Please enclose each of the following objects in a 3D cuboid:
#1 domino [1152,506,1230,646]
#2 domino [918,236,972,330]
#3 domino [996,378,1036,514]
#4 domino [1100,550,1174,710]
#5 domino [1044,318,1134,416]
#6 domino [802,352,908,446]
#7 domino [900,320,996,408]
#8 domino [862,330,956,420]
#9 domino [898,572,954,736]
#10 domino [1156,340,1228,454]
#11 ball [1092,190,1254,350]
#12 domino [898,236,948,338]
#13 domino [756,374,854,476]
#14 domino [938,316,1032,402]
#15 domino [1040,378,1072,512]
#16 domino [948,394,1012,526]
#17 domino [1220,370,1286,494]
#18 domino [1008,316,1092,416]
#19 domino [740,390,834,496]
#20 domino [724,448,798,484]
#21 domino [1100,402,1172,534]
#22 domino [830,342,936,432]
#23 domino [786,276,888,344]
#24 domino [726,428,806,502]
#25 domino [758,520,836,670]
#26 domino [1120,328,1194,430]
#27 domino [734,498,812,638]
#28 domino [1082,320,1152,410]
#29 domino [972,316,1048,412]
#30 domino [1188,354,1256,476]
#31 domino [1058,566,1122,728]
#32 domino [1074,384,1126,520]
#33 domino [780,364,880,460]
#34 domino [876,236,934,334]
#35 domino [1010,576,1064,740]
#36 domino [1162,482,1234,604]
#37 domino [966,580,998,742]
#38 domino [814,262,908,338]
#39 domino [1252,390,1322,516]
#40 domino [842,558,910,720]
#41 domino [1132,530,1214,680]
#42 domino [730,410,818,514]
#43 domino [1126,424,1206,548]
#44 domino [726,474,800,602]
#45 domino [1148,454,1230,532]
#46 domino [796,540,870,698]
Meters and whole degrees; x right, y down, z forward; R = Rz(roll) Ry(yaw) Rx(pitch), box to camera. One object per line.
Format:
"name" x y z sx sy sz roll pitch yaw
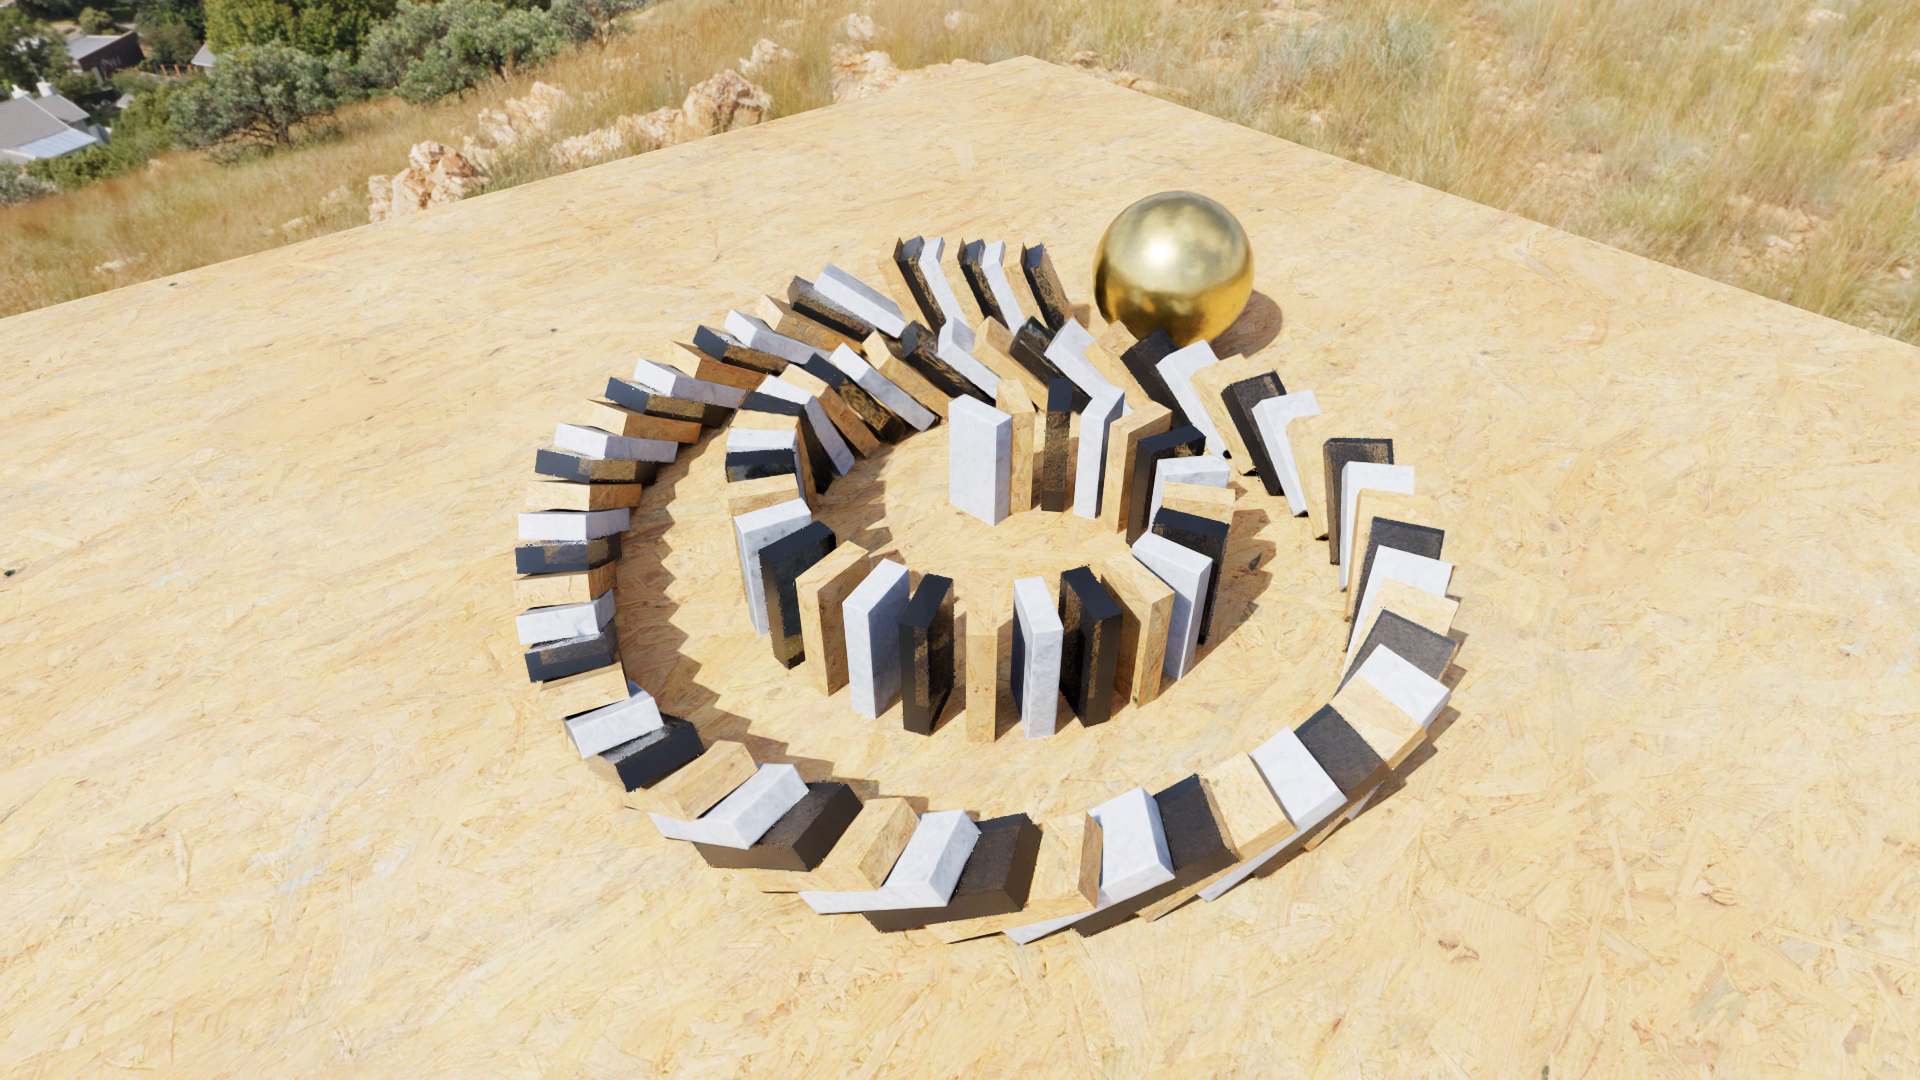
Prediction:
"domino" 0.080 0.013 0.395 0.025 0.050 0.009 15 42 18
"domino" -0.005 -0.129 0.569 0.009 0.050 0.025 -16 35 20
"domino" 0.022 -0.039 0.459 0.010 0.050 0.025 -8 40 -10
"domino" 0.058 0.031 0.374 0.009 0.050 0.025 -22 44 -25
"domino" 0.064 -0.080 0.518 0.050 0.010 0.025 41 43 -9
"domino" -0.047 -0.063 0.491 0.025 0.050 0.009 37 89 36
"domino" -0.005 -0.080 0.516 0.050 0.010 0.025 33 28 -29
"domino" -0.021 -0.075 0.510 0.009 0.050 0.025 -46 41 15
"domino" -0.011 0.038 0.365 0.009 0.050 0.025 12 41 14
"domino" 0.113 -0.065 0.501 0.025 0.009 0.050 -26 82 -29
"ball" 0.106 -0.133 0.550 0.080 0.080 0.080 0 39 0
"domino" -0.015 -0.129 0.569 0.009 0.050 0.025 -16 35 20
"domino" -0.065 -0.048 0.471 0.025 0.050 0.010 26 72 28
"domino" 0.012 -0.082 0.519 0.050 0.010 0.025 35 33 -23
"domino" 0.040 -0.039 0.459 0.009 0.050 0.025 4 39 5
"domino" 0.008 -0.032 0.451 0.025 0.050 0.009 30 48 31
"domino" 0.136 -0.047 0.480 0.025 0.009 0.050 -18 78 -21
"domino" 0.047 -0.082 0.520 0.050 0.009 0.025 38 39 -14
"domino" -0.072 -0.040 0.460 0.025 0.050 0.009 17 62 20
"domino" -0.075 -0.011 0.425 0.025 0.050 0.010 -4 40 -5
"domino" 0.071 -0.029 0.447 0.025 0.050 0.009 -28 47 -30
"domino" -0.035 -0.069 0.501 0.009 0.050 0.025 -50 49 6
"domino" -0.063 -0.116 0.563 0.050 0.010 0.025 22 25 -27
"domino" -0.076 -0.022 0.437 0.025 0.050 0.010 2 45 2
"domino" -0.055 0.020 0.387 0.025 0.050 0.009 -30 48 -31
"domino" 0.099 -0.072 0.509 0.025 0.009 0.050 -34 86 -35
"domino" -0.065 0.011 0.399 0.025 0.050 0.010 -17 42 -20
"domino" 0.083 -0.077 0.515 0.050 0.010 0.025 48 49 -2
"domino" 0.029 -0.082 0.520 0.050 0.009 0.025 35 35 -20
"domino" 0.126 -0.056 0.491 0.025 0.009 0.050 -22 80 -25
"domino" 0.042 0.036 0.367 0.010 0.050 0.025 -14 41 -17
"domino" 0.058 -0.036 0.456 0.010 0.050 0.025 17 42 20
"domino" -0.057 -0.056 0.482 0.025 0.050 0.010 31 81 32
"domino" -0.026 -0.128 0.569 0.010 0.050 0.025 -17 35 19
"domino" 0.025 0.039 0.363 0.010 0.050 0.025 -7 40 -9
"domino" 0.085 0.003 0.408 0.025 0.050 0.009 8 40 9
"domino" 0.007 0.041 0.362 0.009 0.050 0.025 1 39 1
"domino" -0.051 -0.125 0.573 0.050 0.009 0.025 30 23 -12
"domino" 0.146 -0.037 0.468 0.025 0.009 0.050 -14 76 -16
"domino" -0.027 0.034 0.370 0.009 0.050 0.025 19 43 22
"domino" 0.071 0.023 0.383 0.025 0.050 0.009 25 46 28
"domino" -0.075 -0.031 0.448 0.025 0.050 0.010 8 53 10
"domino" 0.081 -0.019 0.435 0.025 0.050 0.010 -17 42 -20
"domino" -0.071 0.000 0.412 0.025 0.050 0.010 -9 40 -11
"domino" 0.086 -0.009 0.422 0.025 0.050 0.009 -5 40 -6
"domino" -0.042 0.028 0.378 0.009 0.050 0.025 26 46 28
